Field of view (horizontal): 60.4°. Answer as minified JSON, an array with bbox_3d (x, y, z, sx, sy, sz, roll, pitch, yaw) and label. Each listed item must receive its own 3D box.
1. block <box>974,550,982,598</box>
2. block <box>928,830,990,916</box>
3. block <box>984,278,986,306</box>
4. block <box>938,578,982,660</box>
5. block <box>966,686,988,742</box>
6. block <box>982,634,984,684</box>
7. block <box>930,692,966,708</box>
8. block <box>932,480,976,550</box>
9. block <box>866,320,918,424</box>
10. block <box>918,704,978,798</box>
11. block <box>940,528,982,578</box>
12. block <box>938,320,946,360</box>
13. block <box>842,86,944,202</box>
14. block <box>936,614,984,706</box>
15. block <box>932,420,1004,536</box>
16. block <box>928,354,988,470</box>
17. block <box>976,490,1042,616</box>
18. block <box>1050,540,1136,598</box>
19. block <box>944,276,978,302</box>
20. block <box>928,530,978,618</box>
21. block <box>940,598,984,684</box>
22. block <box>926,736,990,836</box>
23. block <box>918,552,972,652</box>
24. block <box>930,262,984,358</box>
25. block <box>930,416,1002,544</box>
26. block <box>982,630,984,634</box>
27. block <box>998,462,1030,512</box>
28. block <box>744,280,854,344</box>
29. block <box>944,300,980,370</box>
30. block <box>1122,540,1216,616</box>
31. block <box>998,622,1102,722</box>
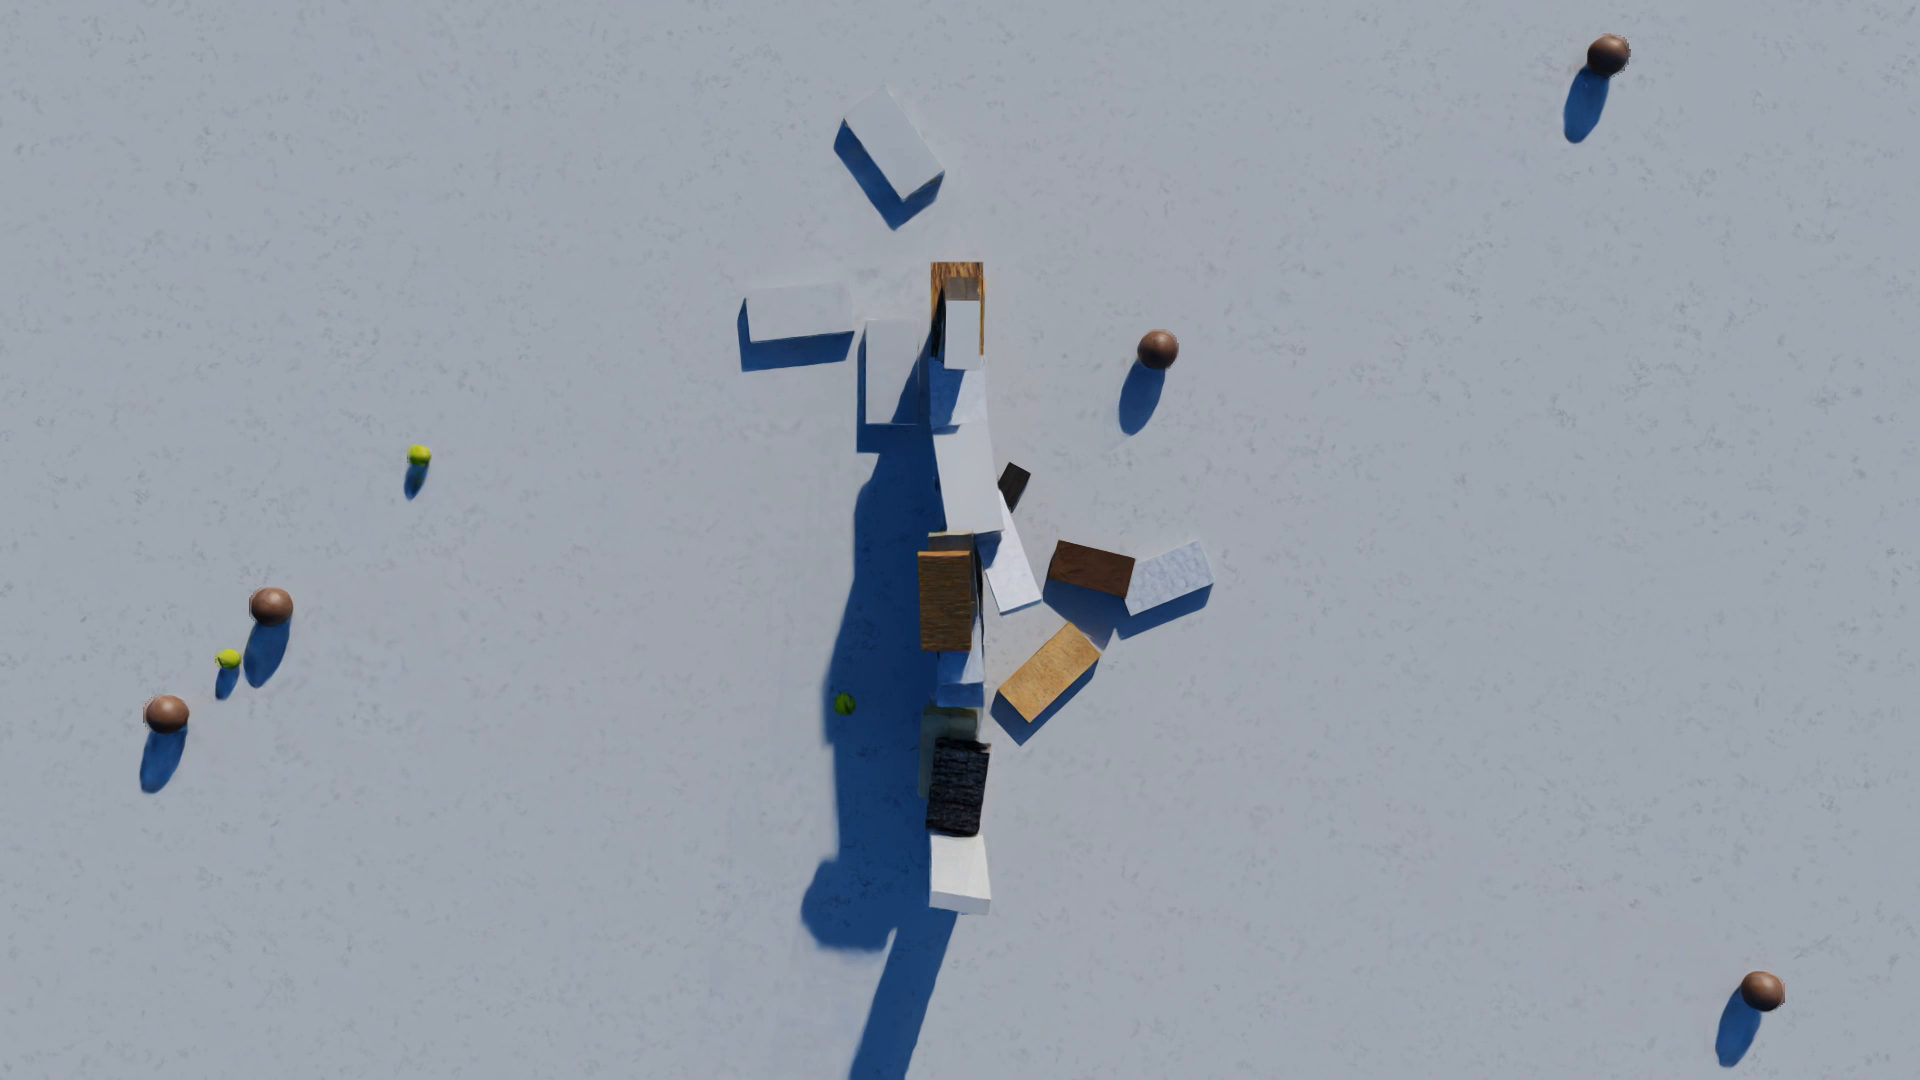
[{"bbox_3d":[0.000,0.107,5.139,0.130,0.037,0.259,5,70,1],"label":"block"},{"bbox_3d":[-0.007,1.017,5.098,0.174,0.671,0.049,10,95,-2],"label":"block"},{"bbox_3d":[-0.002,-0.757,5.335,0.164,0.329,0.047,0,75,0],"label":"block"},{"bbox_3d":[0.001,0.244,5.134,0.130,0.037,0.259,2,72,1],"label":"block"},{"bbox_3d":[0.022,0.576,5.417,0.105,0.030,0.211,8,99,1],"label":"block"},{"bbox_3d":[0.004,0.405,5.372,0.144,0.289,0.041,1,53,0],"label":"block"},{"bbox_3d":[-0.033,0.577,5.336,0.105,0.030,0.211,-2,130,7],"label":"block"},{"bbox_3d":[0.015,-0.095,5.193,0.083,0.024,0.263,-26,66,-15],"label":"block"},{"bbox_3d":[-0.224,-0.557,5.476,0.172,0.049,0.344,0,90,0],"label":"block"},{"bbox_3d":[-0.039,0.692,5.323,0.174,0.049,0.347,5,122,3],"label":"block"},{"bbox_3d":[0.005,0.093,5.214,0.131,0.037,0.262,-1,87,0],"label":"block"},{"bbox_3d":[-0.010,-0.607,5.034,0.101,0.203,0.029,6,126,0],"label":"block"},{"bbox_3d":[-0.221,-1.313,5.476,0.172,0.049,0.344,-36,90,0],"label":"block"},{"bbox_3d":[-0.001,0.378,5.179,0.144,0.041,0.289,0,84,0],"label":"block"},{"bbox_3d":[0.025,-0.183,5.013,0.171,0.048,0.341,-9,82,1],"label":"block"},{"bbox_3d":[-0.003,-0.395,5.088,0.171,0.048,0.341,-3,86,1],"label":"block"},{"bbox_3d":[0.126,0.040,5.059,0.132,0.037,0.384,-19,66,-2],"label":"block"},{"bbox_3d":[0.439,0.094,5.453,0.264,0.037,0.132,14,90,12],"label":"block"},{"bbox_3d":[0.005,-0.745,5.033,0.101,0.203,0.029,-1,125,0],"label":"block"},{"bbox_3d":[-0.019,0.106,4.980,0.132,0.037,0.264,-3,107,4],"label":"block"},{"bbox_3d":[0.001,0.308,5.055,0.130,0.037,0.259,-4,89,3],"label":"block"},{"bbox_3d":[-0.008,0.797,5.326,0.174,0.049,0.347,7,122,0],"label":"block"},{"bbox_3d":[-0.044,0.186,4.964,0.152,0.043,0.304,-1,107,3],"label":"block"},{"bbox_3d":[-0.008,-0.699,5.148,0.164,0.047,0.329,-1,90,0],"label":"block"},{"bbox_3d":[0.017,-0.197,5.118,0.171,0.048,0.432,-8,67,1],"label":"block"},{"bbox_3d":[0.004,0.291,5.354,0.144,0.289,0.041,1,84,0],"label":"block"},{"bbox_3d":[0.161,-0.167,5.488,0.083,0.024,0.167,28,90,0],"label":"block"},{"bbox_3d":[-0.531,-0.759,5.476,0.344,0.049,0.172,-6,90,0],"label":"block"},{"bbox_3d":[0.007,-0.612,4.929,0.101,0.029,0.203,2,90,0],"label":"block"},{"bbox_3d":[0.677,0.125,5.478,0.304,0.043,0.152,-22,90,0],"label":"block"},{"bbox_3d":[0.298,0.438,5.478,0.329,0.043,0.152,-43,90,0],"label":"block"}]
